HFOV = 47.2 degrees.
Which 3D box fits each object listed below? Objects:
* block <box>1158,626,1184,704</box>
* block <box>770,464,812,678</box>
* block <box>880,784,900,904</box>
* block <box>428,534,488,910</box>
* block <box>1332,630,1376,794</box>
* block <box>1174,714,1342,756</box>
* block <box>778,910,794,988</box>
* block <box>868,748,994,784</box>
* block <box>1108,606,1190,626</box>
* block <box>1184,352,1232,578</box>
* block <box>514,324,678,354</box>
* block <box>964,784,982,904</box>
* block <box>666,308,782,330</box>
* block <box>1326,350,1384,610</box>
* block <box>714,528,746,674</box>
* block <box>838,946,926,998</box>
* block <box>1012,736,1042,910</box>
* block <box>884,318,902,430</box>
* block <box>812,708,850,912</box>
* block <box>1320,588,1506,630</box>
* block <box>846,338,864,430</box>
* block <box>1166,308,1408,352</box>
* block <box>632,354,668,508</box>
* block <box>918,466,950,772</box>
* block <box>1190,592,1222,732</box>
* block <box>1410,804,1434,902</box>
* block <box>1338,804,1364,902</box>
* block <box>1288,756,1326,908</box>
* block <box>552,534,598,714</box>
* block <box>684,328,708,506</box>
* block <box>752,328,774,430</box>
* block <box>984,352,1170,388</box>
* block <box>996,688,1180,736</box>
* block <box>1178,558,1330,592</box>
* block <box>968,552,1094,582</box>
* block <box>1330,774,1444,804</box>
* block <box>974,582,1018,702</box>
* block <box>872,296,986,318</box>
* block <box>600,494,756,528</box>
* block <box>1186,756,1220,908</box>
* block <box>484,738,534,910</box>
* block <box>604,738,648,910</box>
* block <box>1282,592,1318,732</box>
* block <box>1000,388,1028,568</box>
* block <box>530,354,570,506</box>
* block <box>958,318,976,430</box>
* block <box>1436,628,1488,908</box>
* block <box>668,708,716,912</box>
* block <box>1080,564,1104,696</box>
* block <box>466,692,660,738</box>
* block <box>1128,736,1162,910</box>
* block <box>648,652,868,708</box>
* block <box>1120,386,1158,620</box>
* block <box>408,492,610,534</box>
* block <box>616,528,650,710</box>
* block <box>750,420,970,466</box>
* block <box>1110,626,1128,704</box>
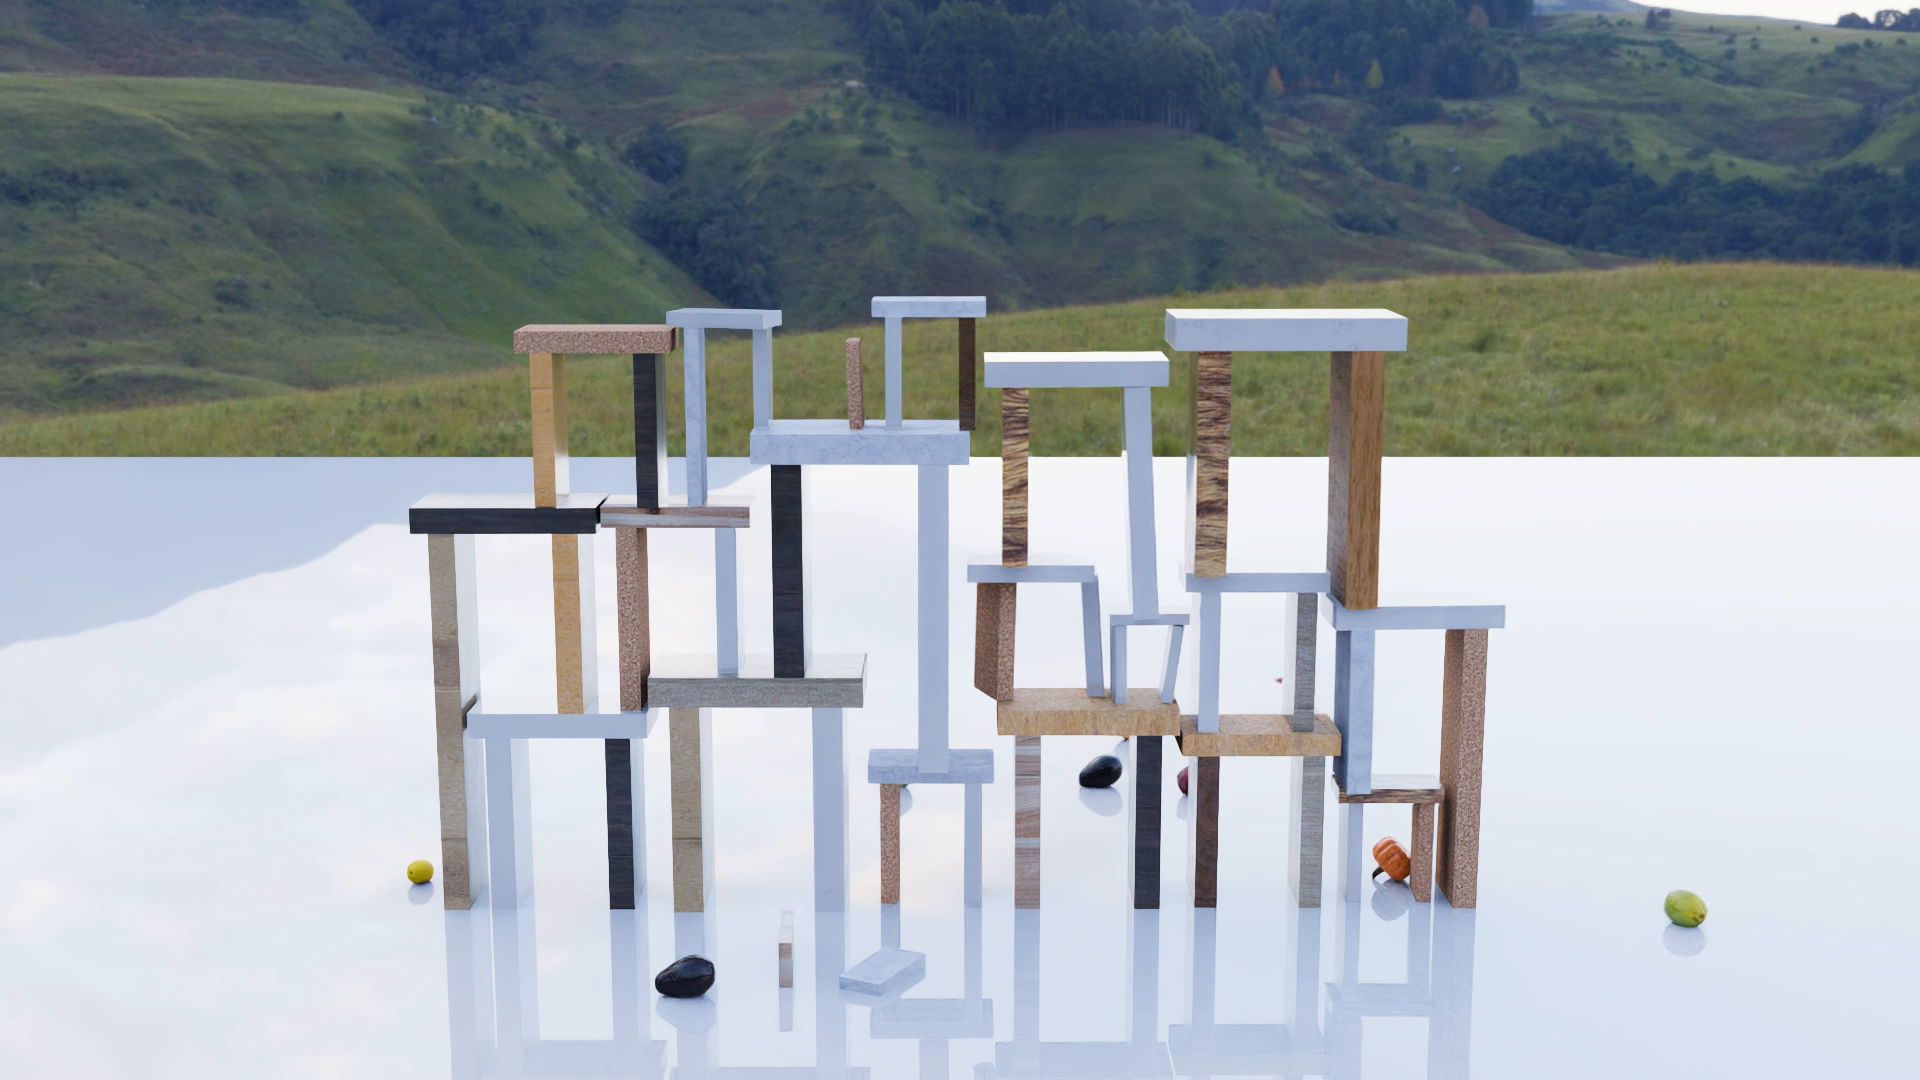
[{"bbox_3d":[0.345,0.197,3.595,0.018,0.130,0.065,8,10,-1],"label":"block"},{"bbox_3d":[-0.272,0.035,3.564,0.049,0.344,0.172,0,11,1],"label":"block"},{"bbox_3d":[-0.116,0.489,3.651,0.029,0.206,0.103,0,11,0],"label":"block"},{"bbox_3d":[-0.821,0.284,3.607,0.042,0.624,0.147,0,11,0],"label":"block"},{"bbox_3d":[0.644,0.265,3.598,0.039,0.272,0.136,-1,11,-1],"label":"block"},{"bbox_3d":[0.487,0.320,3.616,0.256,0.036,0.128,0,11,-1],"label":"block"},{"bbox_3d":[-0.262,0.618,3.328,0.020,0.070,0.140,-1,11,-3],"label":"block"},{"bbox_3d":[-0.047,0.373,3.629,0.206,0.029,0.103,0,11,0],"label":"block"},{"bbox_3d":[0.307,0.123,3.585,0.130,0.018,0.065,-1,10,2],"label":"block"},{"bbox_3d":[0.397,-0.133,3.531,0.051,0.358,0.179,0,11,1],"label":"block"},{"bbox_3d":[-0.576,-0.320,3.499,0.243,0.034,0.122,0,11,0],"label":"block"},{"bbox_3d":[0.022,0.489,3.651,0.029,0.206,0.103,0,11,0],"label":"block"},{"bbox_3d":[-0.373,-0.351,3.478,0.163,0.023,0.081,3,11,16],"label":"block"},{"bbox_3d":[0.633,-0.108,3.533,0.051,0.409,0.179,-1,11,-1],"label":"block"},{"bbox_3d":[-0.373,0.087,3.578,0.034,0.238,0.119,0,10,0],"label":"block"},{"bbox_3d":[-0.116,0.648,3.304,0.070,0.020,0.140,6,12,27],"label":"block"},{"bbox_3d":[0.110,0.446,3.641,0.042,0.293,0.147,0,11,0],"label":"block"},{"bbox_3d":[-0.107,-0.269,3.506,0.025,0.179,0.090,0,11,-3],"label":"block"},{"bbox_3d":[-0.212,0.422,3.634,0.049,0.344,0.172,0,11,0],"label":"block"},{"bbox_3d":[0.733,0.112,3.573,0.272,0.039,0.136,-1,11,-1],"label":"block"},{"bbox_3d":[-0.167,-0.250,3.509,0.020,0.140,0.070,-2,11,2],"label":"block"},{"bbox_3d":[0.514,-0.335,3.497,0.358,0.051,0.179,0,11,0],"label":"block"},{"bbox_3d":[-0.495,-0.183,3.524,0.034,0.245,0.121,0,11,0],"label":"block"},{"bbox_3d":[-0.042,0.113,3.578,0.049,0.501,0.172,0,11,0],"label":"block"},{"bbox_3d":[0.401,0.188,3.597,0.033,0.231,0.116,0,11,-1],"label":"block"},{"bbox_3d":[0.768,0.505,3.654,0.024,0.172,0.086,1,11,4],"label":"block"},{"bbox_3d":[0.648,0.505,3.653,0.024,0.172,0.086,0,11,0],"label":"block"},{"bbox_3d":[0.573,0.465,3.642,0.036,0.257,0.128,0,11,0],"label":"block"},{"bbox_3d":[-0.626,0.122,3.578,0.042,0.294,0.147,0,11,0],"label":"block"},{"bbox_3d":[-0.423,-0.202,3.520,0.023,0.284,0.081,0,11,0],"label":"block"},{"bbox_3d":[-0.314,-0.262,3.508,0.023,0.163,0.081,0,11,0],"label":"block"},{"bbox_3d":[0.183,-0.272,3.510,0.288,0.041,0.144,0,10,0],"label":"block"},{"bbox_3d":[0.208,0.281,3.611,0.293,0.042,0.147,0,11,0],"label":"block"},{"bbox_3d":[0.476,0.058,3.573,0.231,0.033,0.116,0,11,0],"label":"block"},{"bbox_3d":[0.114,0.045,3.572,0.203,0.029,0.102,0,10,1],"label":"block"},{"bbox_3d":[0.705,0.410,3.629,0.172,0.024,0.086,0,11,1],"label":"block"},{"bbox_3d":[0.058,0.154,3.624,0.029,0.203,0.102,-2,11,-21],"label":"block"},{"bbox_3d":[-0.049,-0.370,3.488,0.179,0.025,0.090,0,11,0],"label":"block"},{"bbox_3d":[-0.453,-0.047,3.554,0.238,0.034,0.119,0,11,0],"label":"block"},{"bbox_3d":[0.402,0.464,3.642,0.036,0.257,0.128,0,11,0],"label":"block"},{"bbox_3d":[-0.745,0.449,3.639,0.041,0.289,0.144,0,11,0],"label":"block"},{"bbox_3d":[-0.552,0.449,3.639,0.041,0.289,0.144,0,11,0],"label":"block"},{"bbox_3d":[0.556,0.187,3.600,0.033,0.231,0.116,0,11,-1],"label":"block"},{"bbox_3d":[0.088,-0.110,3.541,0.041,0.288,0.144,0,10,0],"label":"block"},{"bbox_3d":[-0.657,-0.184,3.524,0.034,0.243,0.122,0,11,0],"label":"block"},{"bbox_3d":[0.013,-0.269,3.506,0.025,0.179,0.090,0,11,2],"label":"block"},{"bbox_3d":[0.826,0.360,3.624,0.039,0.468,0.136,0,11,0],"label":"block"},{"bbox_3d":[-0.442,0.422,3.634,0.049,0.344,0.172,0,11,0],"label":"block"},{"bbox_3d":[0.218,0.149,3.651,0.029,0.203,0.102,-3,10,2],"label":"block"},{"bbox_3d":[-0.648,0.286,3.609,0.289,0.041,0.144,0,11,0],"label":"block"},{"bbox_3d":[0.306,0.446,3.641,0.042,0.293,0.147,0,11,0],"label":"block"},{"bbox_3d":[-0.327,0.229,3.598,0.344,0.049,0.172,0,11,0],"label":"block"},{"bbox_3d":[0.289,-0.069,3.548,0.041,0.372,0.144,-3,10,2],"label":"block"},{"bbox_3d":[-0.723,-0.043,3.547,0.294,0.042,0.147,0,11,0],"label":"block"},{"bbox_3d":[-0.532,0.118,3.584,0.034,0.300,0.119,0,11,0],"label":"block"},{"bbox_3d":[-0.157,-0.157,3.527,0.344,0.049,0.172,0,11,0],"label":"block"},{"bbox_3d":[0.259,0.197,3.597,0.018,0.130,0.065,-2,10,-4],"label":"block"}]
